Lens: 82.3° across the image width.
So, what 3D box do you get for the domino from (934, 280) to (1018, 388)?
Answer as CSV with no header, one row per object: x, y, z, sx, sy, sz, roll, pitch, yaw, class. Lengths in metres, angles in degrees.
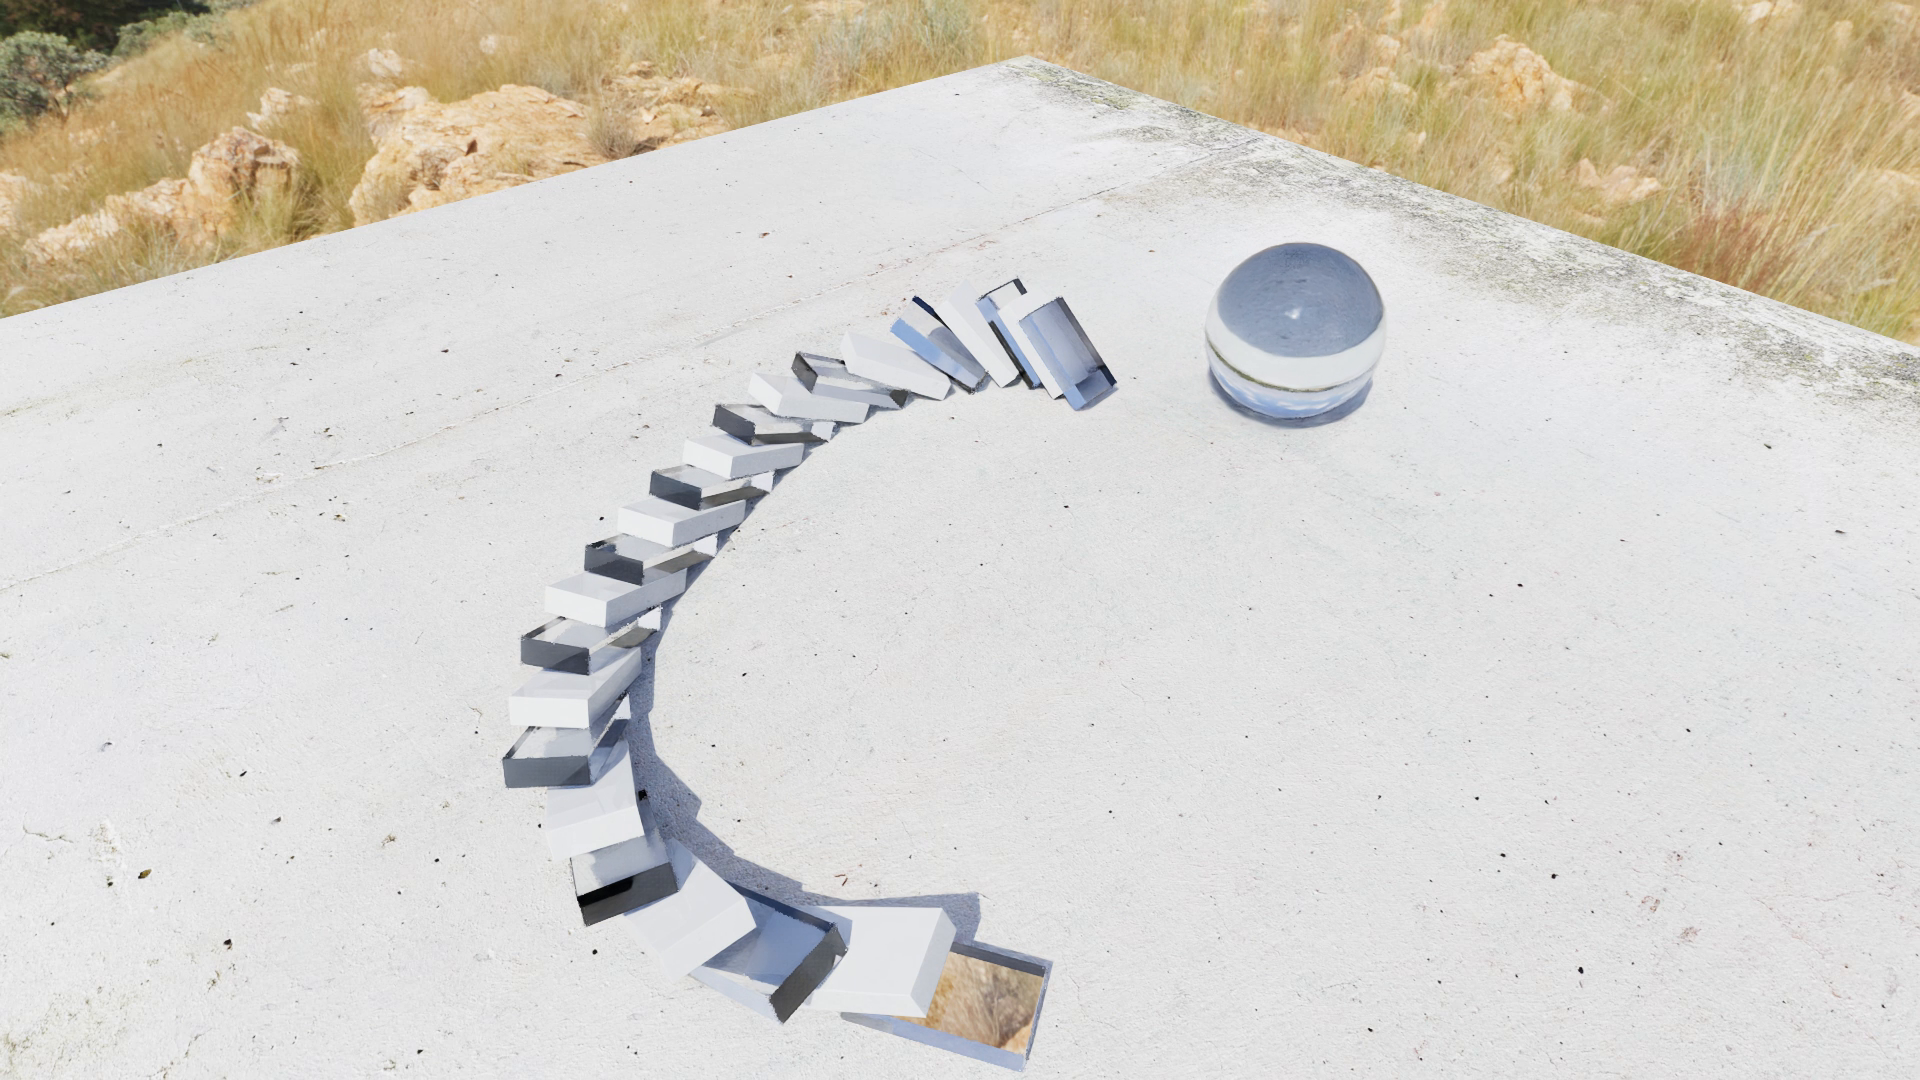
0.012,-0.102,0.542,0.010,0.050,0.025,-30,19,40,domino

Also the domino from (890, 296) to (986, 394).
-0.008,-0.096,0.539,0.050,0.010,0.025,37,41,-11,domino

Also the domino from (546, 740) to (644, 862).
-0.111,0.078,0.333,0.025,0.010,0.050,-14,16,-16,domino

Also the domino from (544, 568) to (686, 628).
-0.126,0.018,0.405,0.025,0.009,0.050,13,16,16,domino

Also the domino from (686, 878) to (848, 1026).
-0.057,0.109,0.295,0.050,0.010,0.025,3,33,42,domino

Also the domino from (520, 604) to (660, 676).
-0.129,0.033,0.387,0.025,0.009,0.050,8,15,10,domino

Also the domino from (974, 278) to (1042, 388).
0.032,-0.102,0.543,0.025,0.009,0.050,-35,93,-35,domino

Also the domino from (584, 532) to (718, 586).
-0.118,0.004,0.422,0.025,0.009,0.050,14,16,16,domino

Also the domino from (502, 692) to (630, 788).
-0.124,0.063,0.350,0.025,0.009,0.050,-2,14,-3,domino

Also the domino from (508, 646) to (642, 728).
-0.127,0.048,0.368,0.025,0.010,0.050,2,14,2,domino

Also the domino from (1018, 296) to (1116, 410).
0.052,-0.090,0.528,0.025,0.010,0.050,-36,94,-35,domino

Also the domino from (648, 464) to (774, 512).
-0.102,-0.024,0.457,0.025,0.009,0.050,18,18,20,domino

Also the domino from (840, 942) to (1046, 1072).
-0.004,0.122,0.295,0.050,0.010,0.025,11,41,13,domino

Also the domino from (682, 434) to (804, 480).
-0.093,-0.038,0.474,0.025,0.010,0.050,20,19,23,domino

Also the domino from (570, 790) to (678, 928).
-0.099,0.090,0.317,0.025,0.009,0.050,-17,17,-20,domino

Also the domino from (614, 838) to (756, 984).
-0.079,0.101,0.304,0.025,0.009,0.050,-28,21,-30,domino

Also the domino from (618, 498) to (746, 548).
-0.110,-0.010,0.440,0.025,0.010,0.050,15,17,18,domino

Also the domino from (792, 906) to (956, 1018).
-0.028,0.111,0.292,0.050,0.009,0.025,-10,33,29,domino

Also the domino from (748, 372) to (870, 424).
-0.069,-0.065,0.506,0.050,0.010,0.025,0,30,-45,domino

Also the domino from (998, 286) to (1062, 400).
0.042,-0.096,0.536,0.025,0.010,0.050,-36,94,-35,domino

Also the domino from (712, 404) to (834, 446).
-0.083,-0.052,0.491,0.025,0.009,0.050,27,21,29,domino

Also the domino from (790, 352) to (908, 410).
-0.052,-0.075,0.518,0.050,0.009,0.025,5,31,-38,domino

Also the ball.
0.153,-0.095,0.504,0.080,0.080,0.080,0,39,0,ball

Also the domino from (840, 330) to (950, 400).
-0.031,-0.084,0.529,0.050,0.010,0.025,13,33,-27,domino
